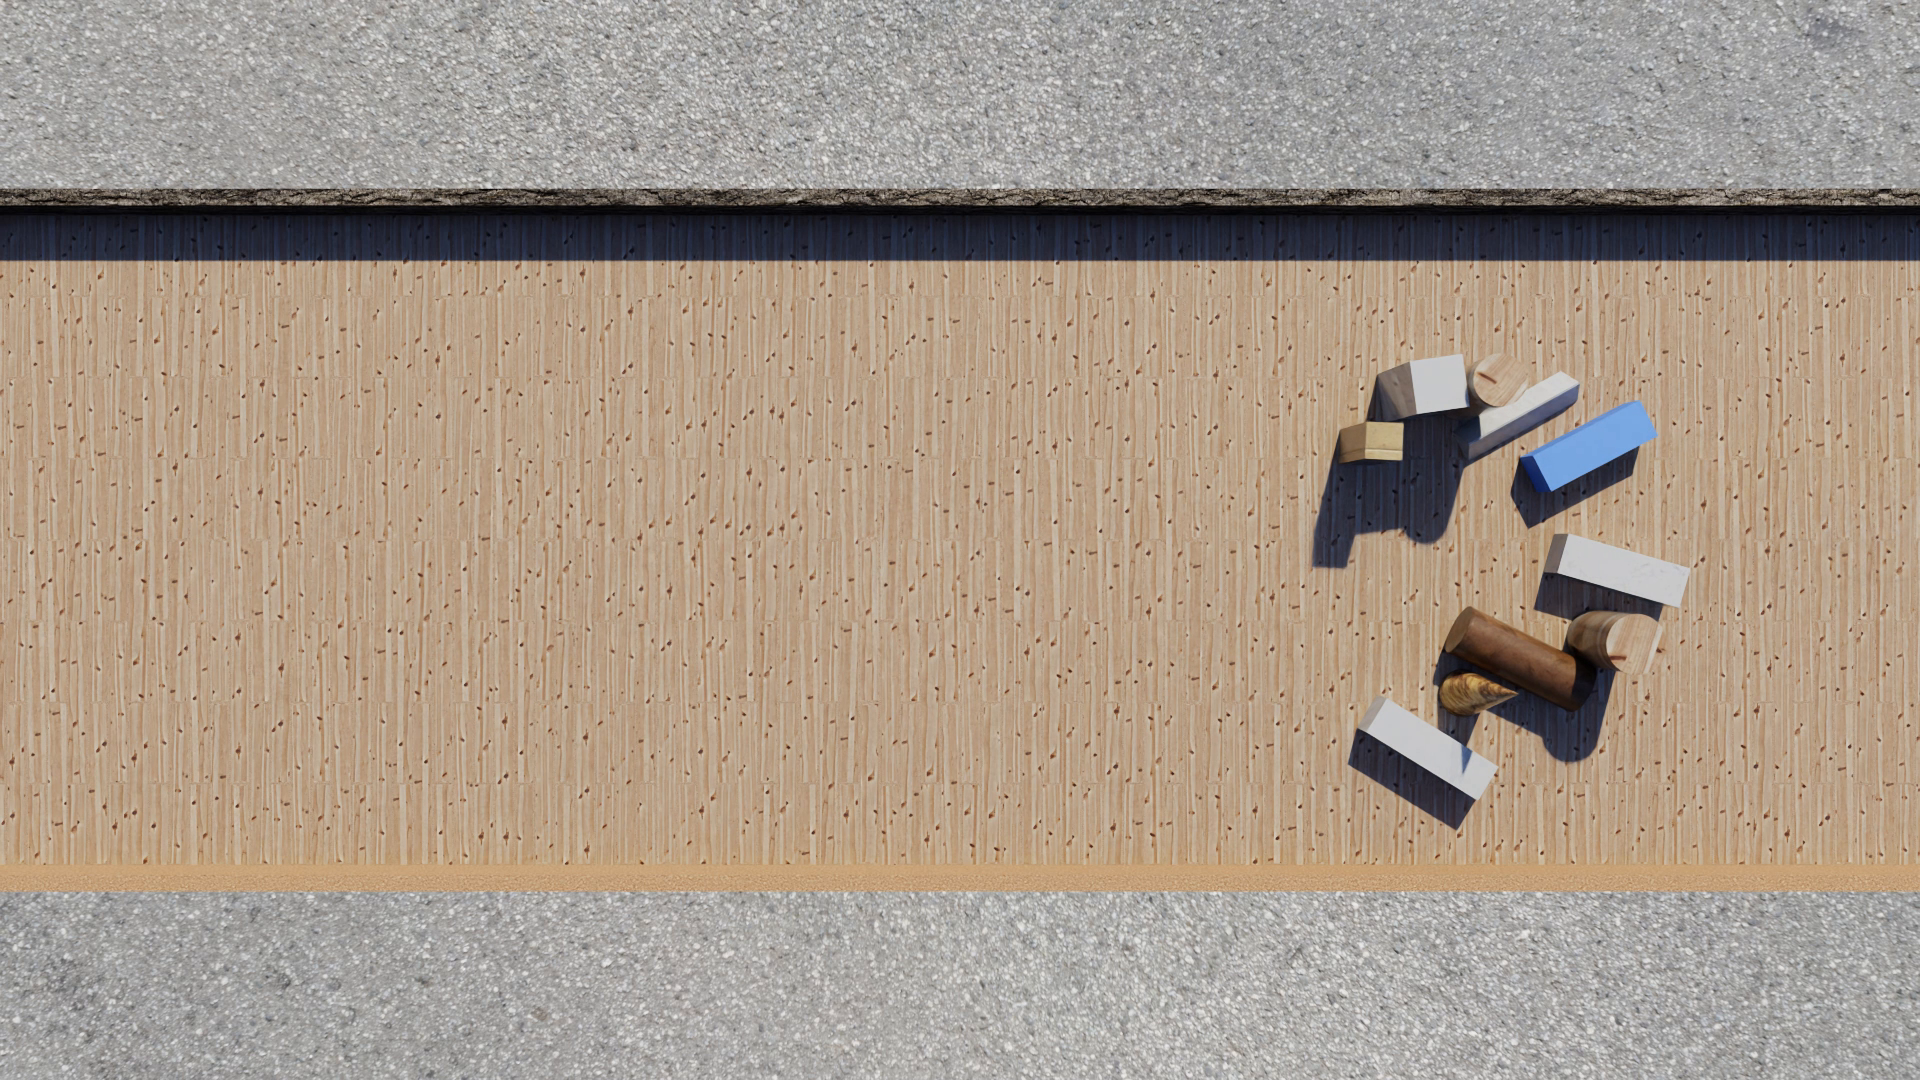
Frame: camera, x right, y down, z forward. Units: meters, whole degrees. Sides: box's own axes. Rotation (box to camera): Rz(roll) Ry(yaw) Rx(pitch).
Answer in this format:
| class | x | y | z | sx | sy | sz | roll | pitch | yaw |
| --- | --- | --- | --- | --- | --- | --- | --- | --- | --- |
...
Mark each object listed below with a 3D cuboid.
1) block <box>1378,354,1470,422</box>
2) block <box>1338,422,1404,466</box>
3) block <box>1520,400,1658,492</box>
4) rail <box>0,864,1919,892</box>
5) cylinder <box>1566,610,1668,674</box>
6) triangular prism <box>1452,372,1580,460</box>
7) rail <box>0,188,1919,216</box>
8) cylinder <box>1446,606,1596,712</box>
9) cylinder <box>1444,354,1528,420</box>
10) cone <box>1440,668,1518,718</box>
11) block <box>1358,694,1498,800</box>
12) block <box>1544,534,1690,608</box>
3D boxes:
| class | x | y | z | sx | sy | sz | roll | pitch | yaw |
| --- | --- | --- | --- | --- | --- | --- | --- | --- | --- |
| block | 1.370 | -0.446 | 4.894 | 0.152 | 0.366 | 0.152 | -8 | 90 | 0 |
| block | 1.220 | -0.285 | 4.908 | 0.106 | 0.337 | 0.106 | 3 | 90 | 0 |
| block | 1.910 | -0.283 | 5.016 | 0.362 | 0.121 | 0.121 | -27 | 90 | 0 |
| rail | -2.247 | 1.025 | 5.001 | 12.000 | 0.150 | 0.050 | 0 | 90 | 0 |
| cylinder | 1.954 | 0.301 | 4.919 | 0.176 | 0.315 | 0.176 | 0 | 90 | 0 |
| triangular prism | 1.705 | -0.382 | 5.030 | 0.383 | 0.089 | 0.102 | -29 | 90 | 0 |
| rail | -2.247 | -1.025 | 5.002 | 12.000 | 0.150 | 0.050 | 0 | 90 | 0 |
| cylinder | 1.698 | 0.361 | 4.999 | 0.415 | 0.156 | 0.156 | 26 | 90 | 0 |
| cylinder | 1.532 | -0.448 | 4.870 | 0.152 | 0.409 | 0.152 | 0 | 89 | 1 |
| cone | 1.563 | 0.453 | 4.864 | 0.148 | 0.411 | 0.148 | 0 | 85 | -5 |
| block | 1.420 | 0.630 | 5.017 | 0.394 | 0.119 | 0.119 | 32 | 90 | 0 |
| block | 1.994 | 0.092 | 5.015 | 0.381 | 0.123 | 0.123 | 16 | 90 | 0 |
